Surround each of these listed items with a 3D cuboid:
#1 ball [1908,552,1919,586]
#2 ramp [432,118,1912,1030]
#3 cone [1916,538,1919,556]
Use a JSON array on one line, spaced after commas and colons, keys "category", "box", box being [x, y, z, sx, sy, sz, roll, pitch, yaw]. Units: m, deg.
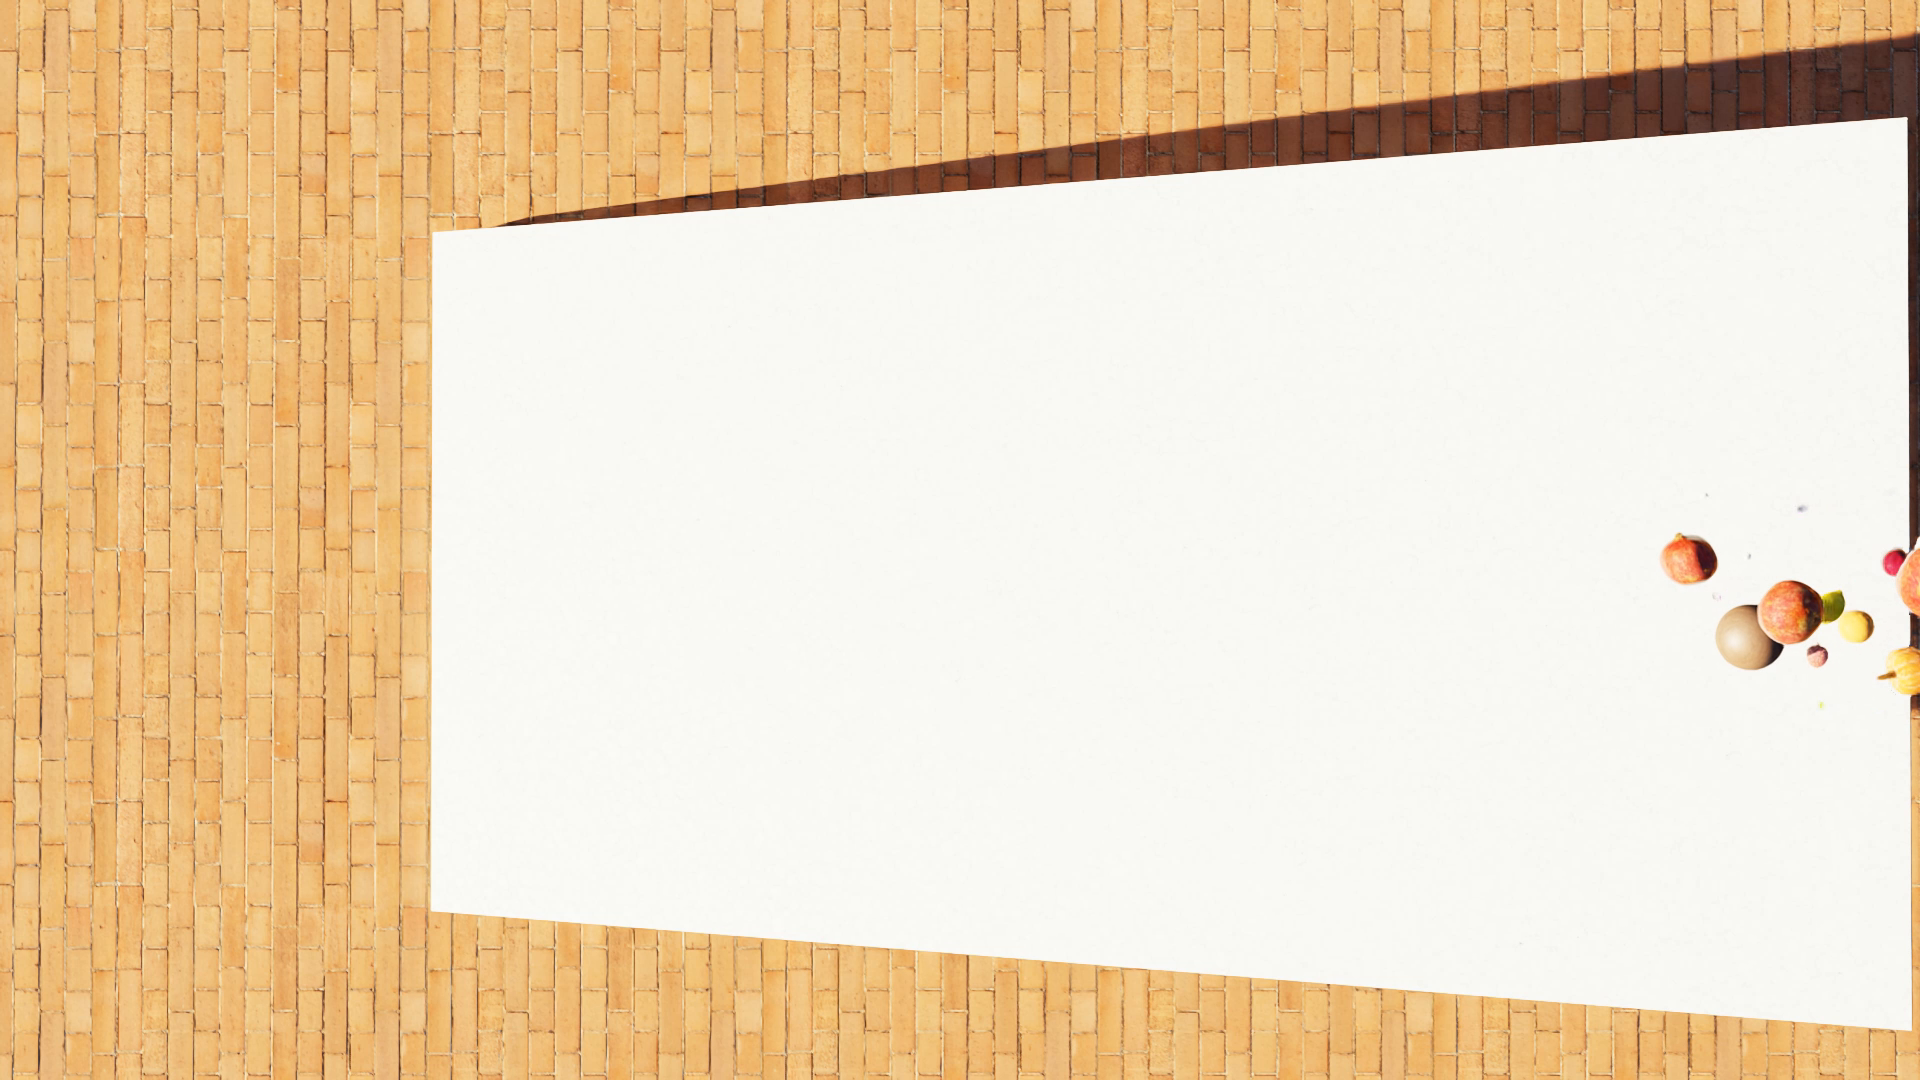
[{"category": "ball", "box": [1.825, 0.052, 4.141, 0.075, 0.075, 0.075, 0, 89, 0]}, {"category": "ramp", "box": [0.282, 0.082, 5.695, 4.000, 0.100, 2.000, 0, 89, 25]}, {"category": "cone", "box": [1.717, 0.015, 3.855, 0.054, 0.054, 0.054, -8, 112, -20]}]
